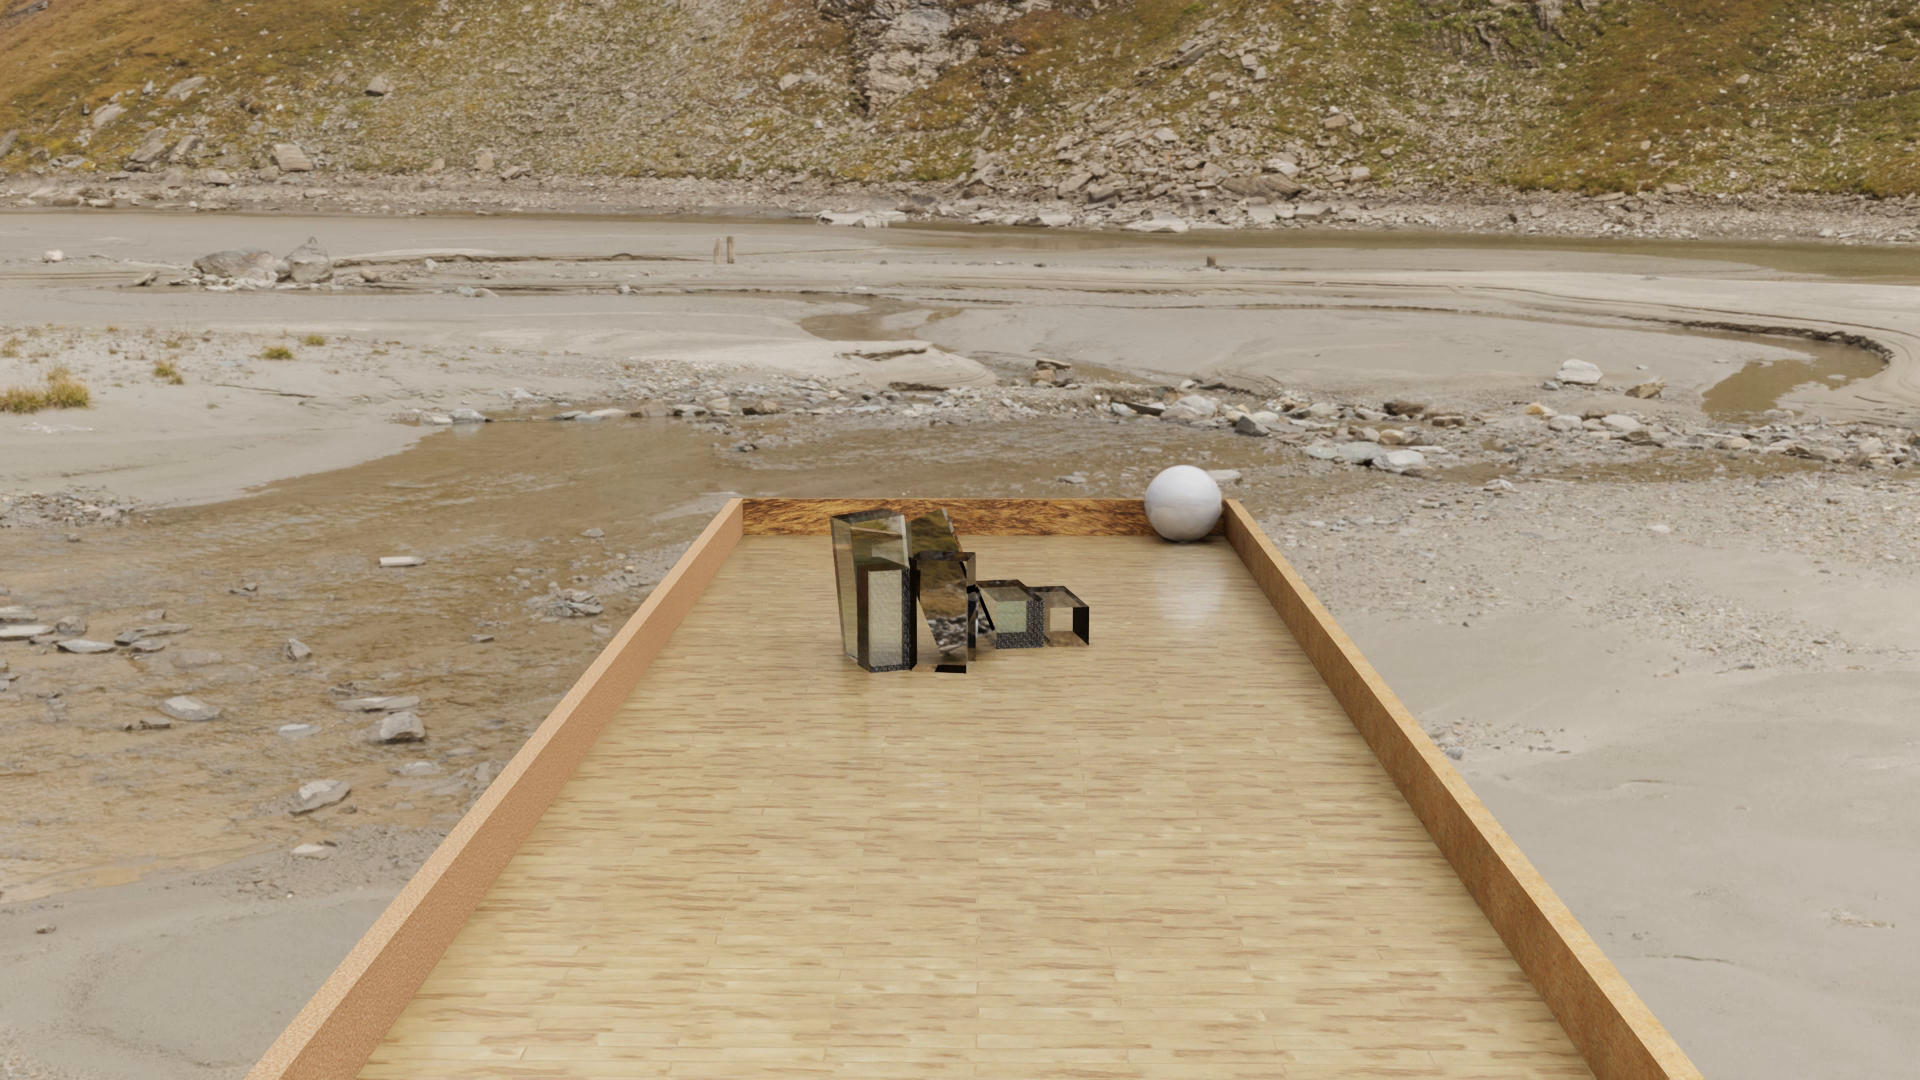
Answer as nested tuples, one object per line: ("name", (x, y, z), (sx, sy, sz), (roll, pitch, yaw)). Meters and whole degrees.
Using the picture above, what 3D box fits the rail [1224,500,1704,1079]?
("rail", (1.046, 0.843, 3.208), (0.050, 0.150, 12.000), (0, 9, 1))

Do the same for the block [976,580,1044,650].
("block", (0.152, 0.235, 7.045), (0.151, 0.151, 0.381), (-2, 9, -11))

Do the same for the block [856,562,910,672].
("block", (-0.227, 0.231, 6.579), (0.127, 0.305, 0.127), (-4, 10, -21))

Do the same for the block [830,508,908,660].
("block", (-0.265, 0.137, 6.719), (0.176, 0.430, 0.176), (-9, 11, -22))

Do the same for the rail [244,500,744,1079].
("rail", (-1.004, 0.839, 3.234), (0.050, 0.150, 12.000), (0, 9, 1))

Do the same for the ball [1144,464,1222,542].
("ball", (0.910, -0.149, 8.944), (0.314, 0.314, 0.314), (0, 9, 0))

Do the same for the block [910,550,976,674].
("block", (-0.050, 0.214, 6.585), (0.170, 0.337, 0.170), (2, 9, 10))

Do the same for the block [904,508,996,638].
("block", (-0.046, 0.120, 6.798), (0.158, 0.407, 0.158), (-23, -2, 4))

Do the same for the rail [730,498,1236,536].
("rail", (0.099, -0.098, 9.147), (2.100, 0.150, 0.050), (0, 9, 1))

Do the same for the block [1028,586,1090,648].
("block", (0.313, 0.243, 7.075), (0.125, 0.125, 0.378), (-1, 9, -9))
